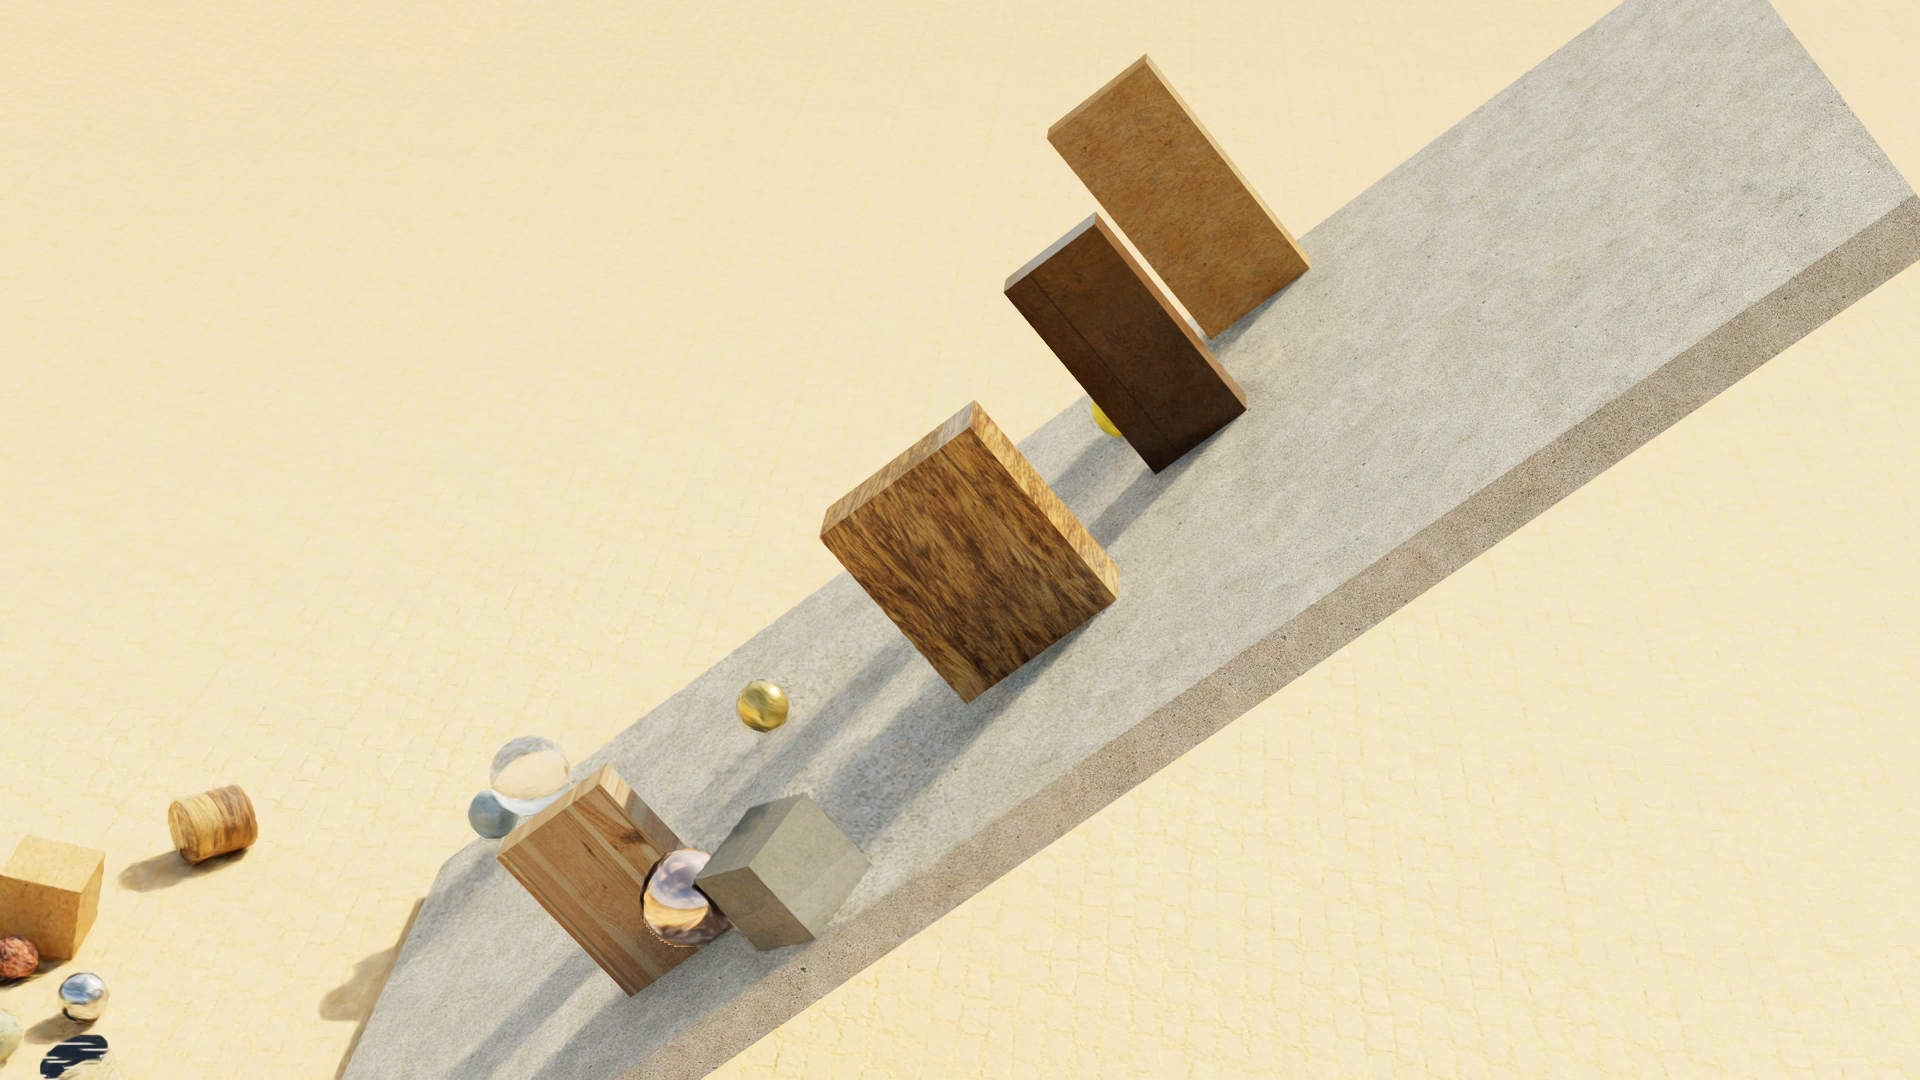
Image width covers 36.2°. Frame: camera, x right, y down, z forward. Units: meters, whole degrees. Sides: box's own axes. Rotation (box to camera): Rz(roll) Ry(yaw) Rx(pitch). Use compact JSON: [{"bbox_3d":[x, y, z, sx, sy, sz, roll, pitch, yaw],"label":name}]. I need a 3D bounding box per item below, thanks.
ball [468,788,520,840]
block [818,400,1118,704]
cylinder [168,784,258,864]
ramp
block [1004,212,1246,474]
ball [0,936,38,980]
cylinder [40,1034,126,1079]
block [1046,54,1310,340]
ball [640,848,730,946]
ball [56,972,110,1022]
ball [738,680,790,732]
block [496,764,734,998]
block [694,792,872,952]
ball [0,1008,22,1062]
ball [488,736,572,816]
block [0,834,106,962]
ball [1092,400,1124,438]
[{"bbox_3d":[-1.206,0.708,7.609,0.133,0.133,0.133,0,24,0],"label":"ball"},{"bbox_3d":[0.021,0.027,5.944,0.390,0.468,0.150,-36,16,18],"label":"block"},{"bbox_3d":[-2.037,0.773,8.018,0.177,0.177,0.177,-16,28,-35],"label":"cylinder"},{"bbox_3d":[0.121,0.185,6.340,4.000,0.100,2.000,-36,16,18],"label":"ramp"},{"bbox_3d":[0.354,-0.416,6.260,0.245,0.523,0.090,-36,16,18],"label":"block"},{"bbox_3d":[-2.396,1.058,7.461,0.111,0.111,0.111,0,24,0],"label":"ball"},{"bbox_3d":[-2.037,1.268,6.858,0.164,0.164,0.164,-11,29,6],"label":"cylinder"},{"bbox_3d":[0.502,-0.783,6.738,0.284,0.612,0.085,-36,16,18],"label":"block"},{"bbox_3d":[-0.530,0.698,5.749,0.187,0.187,0.187,0,24,0],"label":"ball"},{"bbox_3d":[-2.170,1.131,7.277,0.124,0.124,0.124,0,24,0],"label":"ball"},{"bbox_3d":[-0.450,0.382,6.745,0.117,0.117,0.117,0,24,0],"label":"ball"},{"bbox_3d":[-0.687,0.689,5.933,0.282,0.406,0.087,-36,16,18],"label":"block"},{"bbox_3d":[-0.340,0.638,5.641,0.199,0.199,0.199,-21,25,51],"label":"block"},{"bbox_3d":[-2.339,1.198,7.116,0.131,0.131,0.131,0,24,0],"label":"ball"},{"bbox_3d":[-1.096,0.602,7.501,0.207,0.207,0.207,0,24,0],"label":"ball"},{"bbox_3d":[-2.352,0.922,7.593,0.210,0.210,0.210,13,24,-4],"label":"block"},{"bbox_3d":[0.366,-0.301,6.631,0.141,0.141,0.141,0,24,0],"label":"ball"}]
